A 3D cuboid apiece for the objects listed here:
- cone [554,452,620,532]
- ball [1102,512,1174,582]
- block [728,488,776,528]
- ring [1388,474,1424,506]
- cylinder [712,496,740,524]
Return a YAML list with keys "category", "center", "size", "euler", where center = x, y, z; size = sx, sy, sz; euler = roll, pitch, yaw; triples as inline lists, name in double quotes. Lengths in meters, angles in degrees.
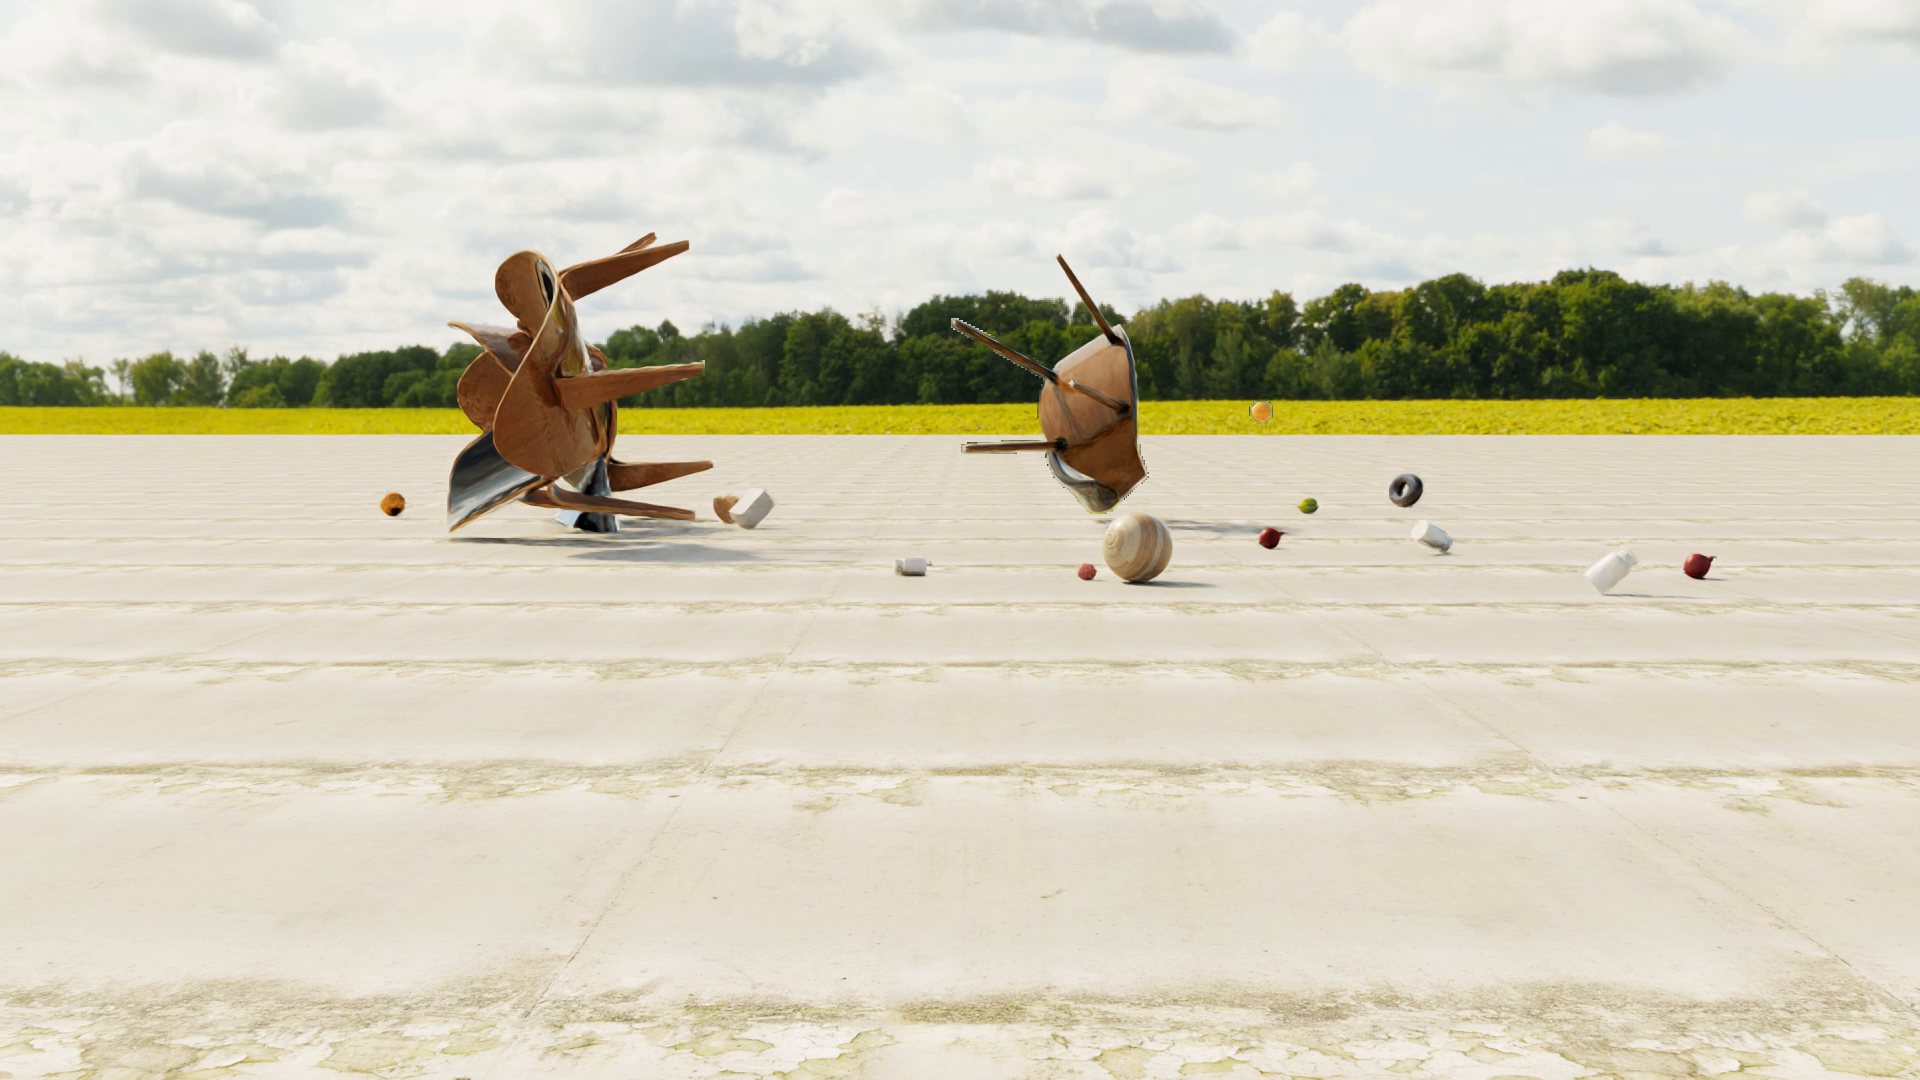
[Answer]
- category: "cone"
  center: [-1.150, -0.167, 6.923]
  size: [0.206, 0.235, 0.250]
  euler: [13, 10, -4]
- category: "ball"
  center: [0.412, 0.016, 5.108]
  size: [0.164, 0.164, 0.164]
  euler: [0, 4, 0]
- category: "block"
  center: [-0.671, -0.102, 7.110]
  size: [0.086, 0.067, 0.114]
  euler: [5, 49, 53]
- category: "ring"
  center: [1.699, -0.190, 8.382]
  size: [0.050, 0.132, 0.254]
  euler: [12, -2, -14]
- category: "cylinder"
  center: [-0.776, -0.104, 7.417]
  size: [0.065, 0.106, 0.125]
  euler: [-43, -4, 10]
